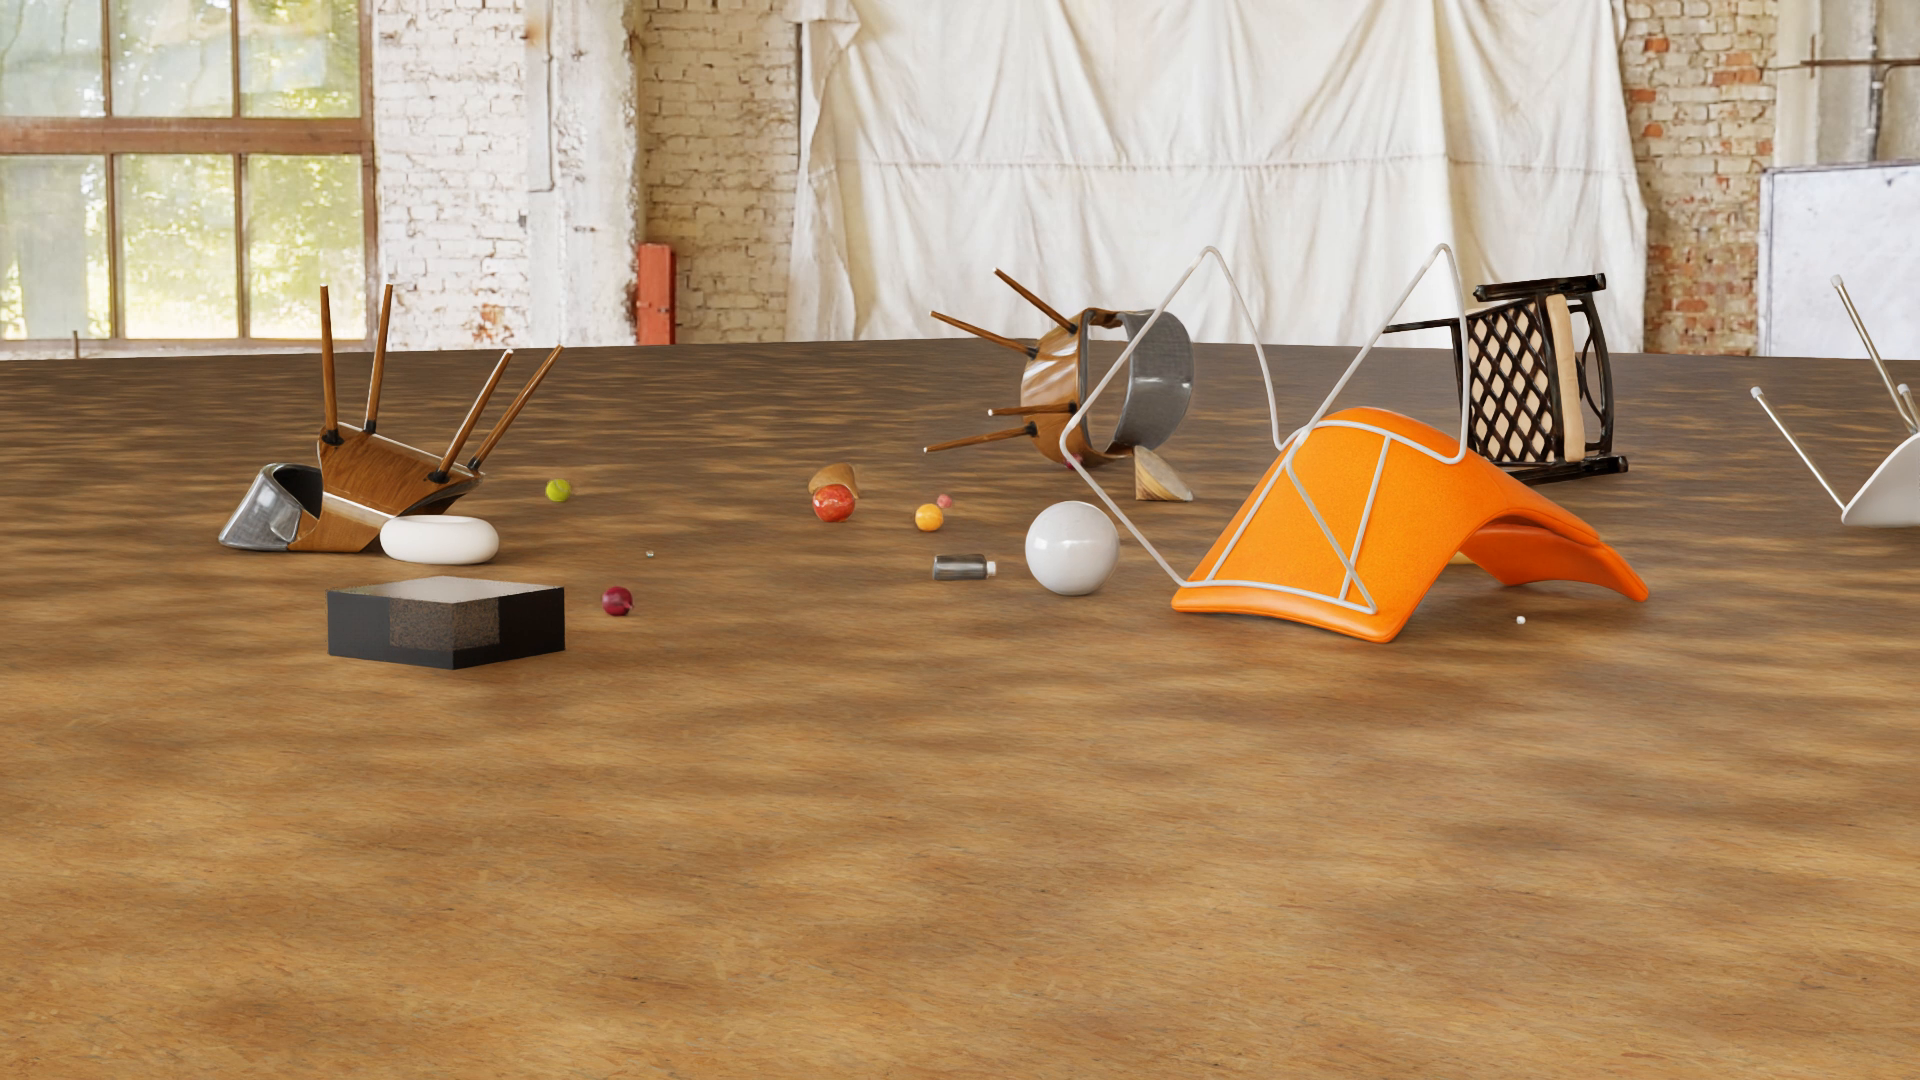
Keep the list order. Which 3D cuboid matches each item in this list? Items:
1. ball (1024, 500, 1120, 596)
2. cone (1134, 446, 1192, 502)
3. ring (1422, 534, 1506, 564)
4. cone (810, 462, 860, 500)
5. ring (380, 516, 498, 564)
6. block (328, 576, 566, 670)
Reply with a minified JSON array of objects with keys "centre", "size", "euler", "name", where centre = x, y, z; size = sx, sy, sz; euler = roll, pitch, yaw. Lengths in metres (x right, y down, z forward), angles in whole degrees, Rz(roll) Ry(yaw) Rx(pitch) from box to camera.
[{"centre":[0.232,0.017,5.287],"size":[0.197,0.197,0.197],"euler":[0,6,0],"name":"ball"},{"centre":[0.558,-0.157,7.539],"size":[0.223,0.115,0.261],"euler":[52,19,21],"name":"cone"},{"centre":[1.160,0.022,5.897],"size":[0.200,0.064,0.111],"euler":[-2,5,-13],"name":"ring"},{"centre":[-0.341,-0.150,7.616],"size":[0.177,0.110,0.128],"euler":[-15,39,-43],"name":"cone"},{"centre":[-1.209,-0.001,5.952],"size":[0.383,0.097,0.194],"euler":[4,9,44],"name":"ring"},{"centre":[-0.897,0.142,4.488],"size":[0.301,0.113,0.274],"euler":[4,7,34],"name":"block"}]
